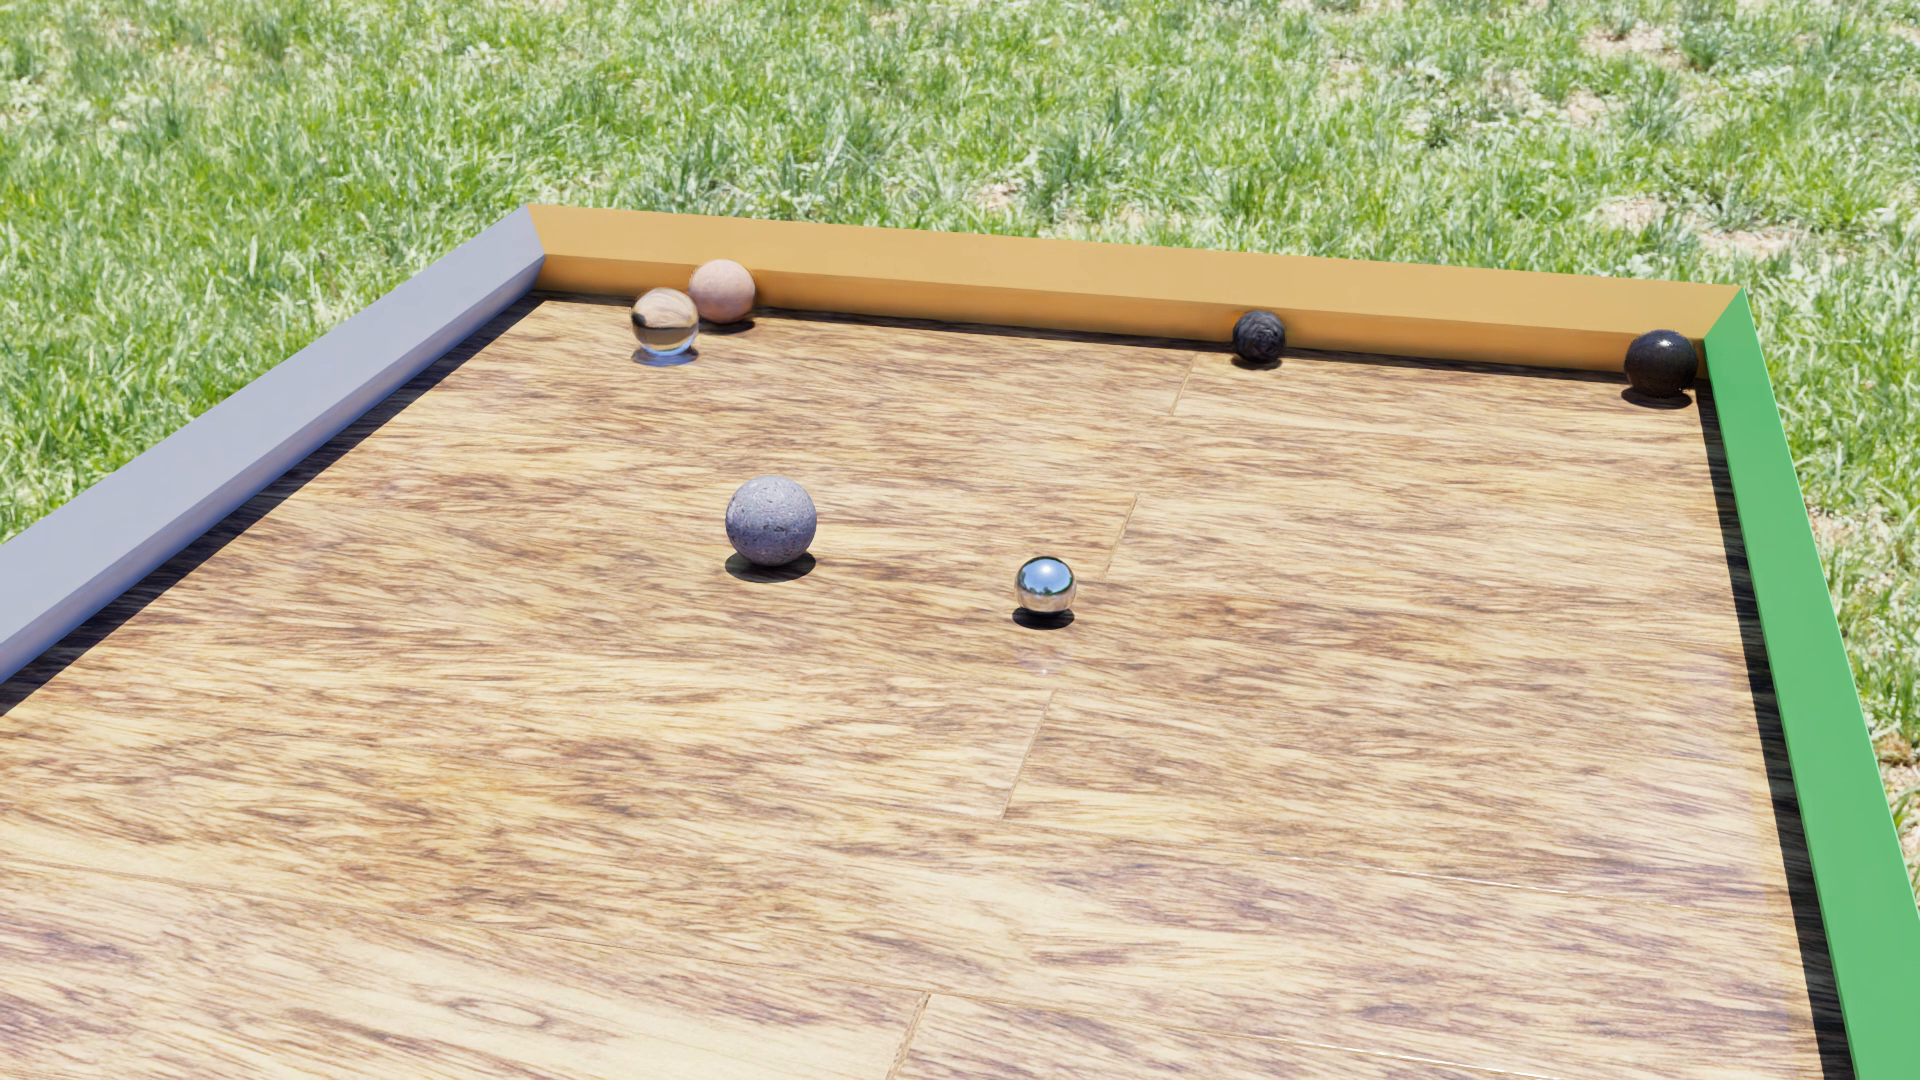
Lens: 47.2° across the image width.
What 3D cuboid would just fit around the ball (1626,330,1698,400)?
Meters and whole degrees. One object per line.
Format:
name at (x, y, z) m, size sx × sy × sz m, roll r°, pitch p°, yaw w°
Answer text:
ball at (0.905, -0.227, 2.836) m, size 0.090 × 0.090 × 0.090 m, roll 0°, pitch 24°, yaw 0°

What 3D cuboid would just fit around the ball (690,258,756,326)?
ball at (-0.335, -0.349, 3.102) m, size 0.094 × 0.094 × 0.094 m, roll 0°, pitch 24°, yaw 0°

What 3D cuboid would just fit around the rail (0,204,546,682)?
rail at (-0.997, 0.231, 1.776) m, size 0.045 × 0.129 × 3.304 m, roll 6°, pitch 25°, yaw 12°

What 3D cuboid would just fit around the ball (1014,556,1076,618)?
ball at (0.088, 0.048, 2.259) m, size 0.065 × 0.065 × 0.065 m, roll 0°, pitch 24°, yaw 0°

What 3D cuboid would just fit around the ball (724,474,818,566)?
ball at (-0.204, -0.021, 2.370) m, size 0.099 × 0.099 × 0.099 m, roll 0°, pitch 24°, yaw 0°

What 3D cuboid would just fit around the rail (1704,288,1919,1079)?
rail at (0.613, 0.389, 1.426) m, size 0.045 × 0.129 × 3.304 m, roll 6°, pitch 25°, yaw 12°

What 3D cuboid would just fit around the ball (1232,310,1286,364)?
ball at (0.402, -0.274, 2.963) m, size 0.071 × 0.071 × 0.071 m, roll 0°, pitch 24°, yaw 0°

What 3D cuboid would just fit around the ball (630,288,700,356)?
ball at (-0.400, -0.296, 2.984) m, size 0.094 × 0.094 × 0.094 m, roll 0°, pitch 24°, yaw 0°

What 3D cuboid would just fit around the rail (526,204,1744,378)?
rail at (0.186, -0.343, 3.044) m, size 1.703 × 0.129 × 0.045 m, roll 6°, pitch 25°, yaw 12°
